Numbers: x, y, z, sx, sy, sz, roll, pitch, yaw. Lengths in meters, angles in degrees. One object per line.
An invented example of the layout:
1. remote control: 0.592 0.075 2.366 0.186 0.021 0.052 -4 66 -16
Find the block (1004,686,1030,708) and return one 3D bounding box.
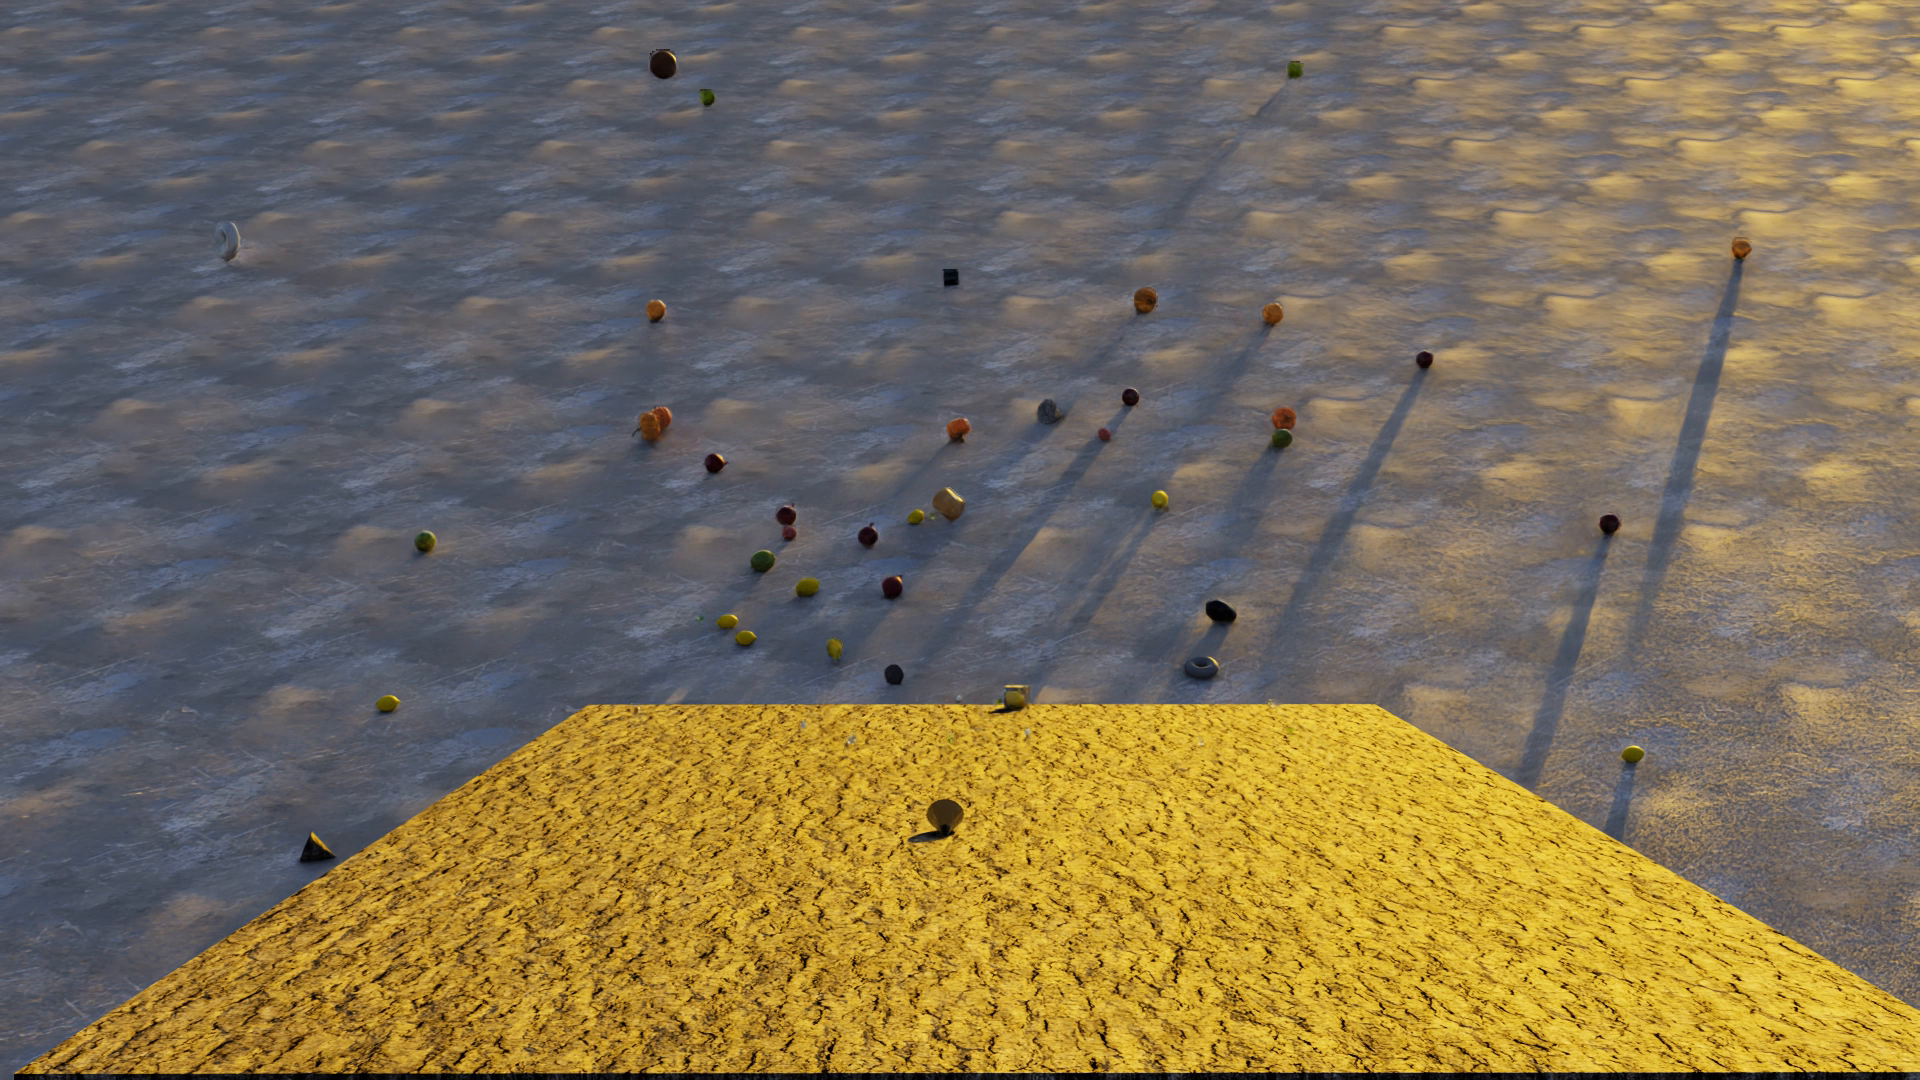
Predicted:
1. block: 0.142 0.394 6.482 0.053 0.053 0.053 0 2 17

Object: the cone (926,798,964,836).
1. cone: -0.025 0.469 4.239 0.062 0.062 0.062 0 31 -1

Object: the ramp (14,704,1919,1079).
1. ramp: 0.058 0.524 4.562 2.000 0.100 4.000 0 2 0

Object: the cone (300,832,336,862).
1. cone: -1.504 0.734 6.069 0.075 0.075 0.075 23 22 -14

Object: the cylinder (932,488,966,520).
1. cylinder: -0.035 -0.108 7.776 0.071 0.071 0.071 -22 51 -39

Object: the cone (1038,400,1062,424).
1. cone: 0.311 -0.416 8.486 0.082 0.082 0.082 24 8 40

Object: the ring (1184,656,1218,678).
1. ring: 0.646 0.341 6.902 0.092 0.031 0.092 -1 26 0

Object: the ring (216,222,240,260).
1. ring: -2.814 -1.147 9.901 0.049 0.148 0.148 0 19 -42
